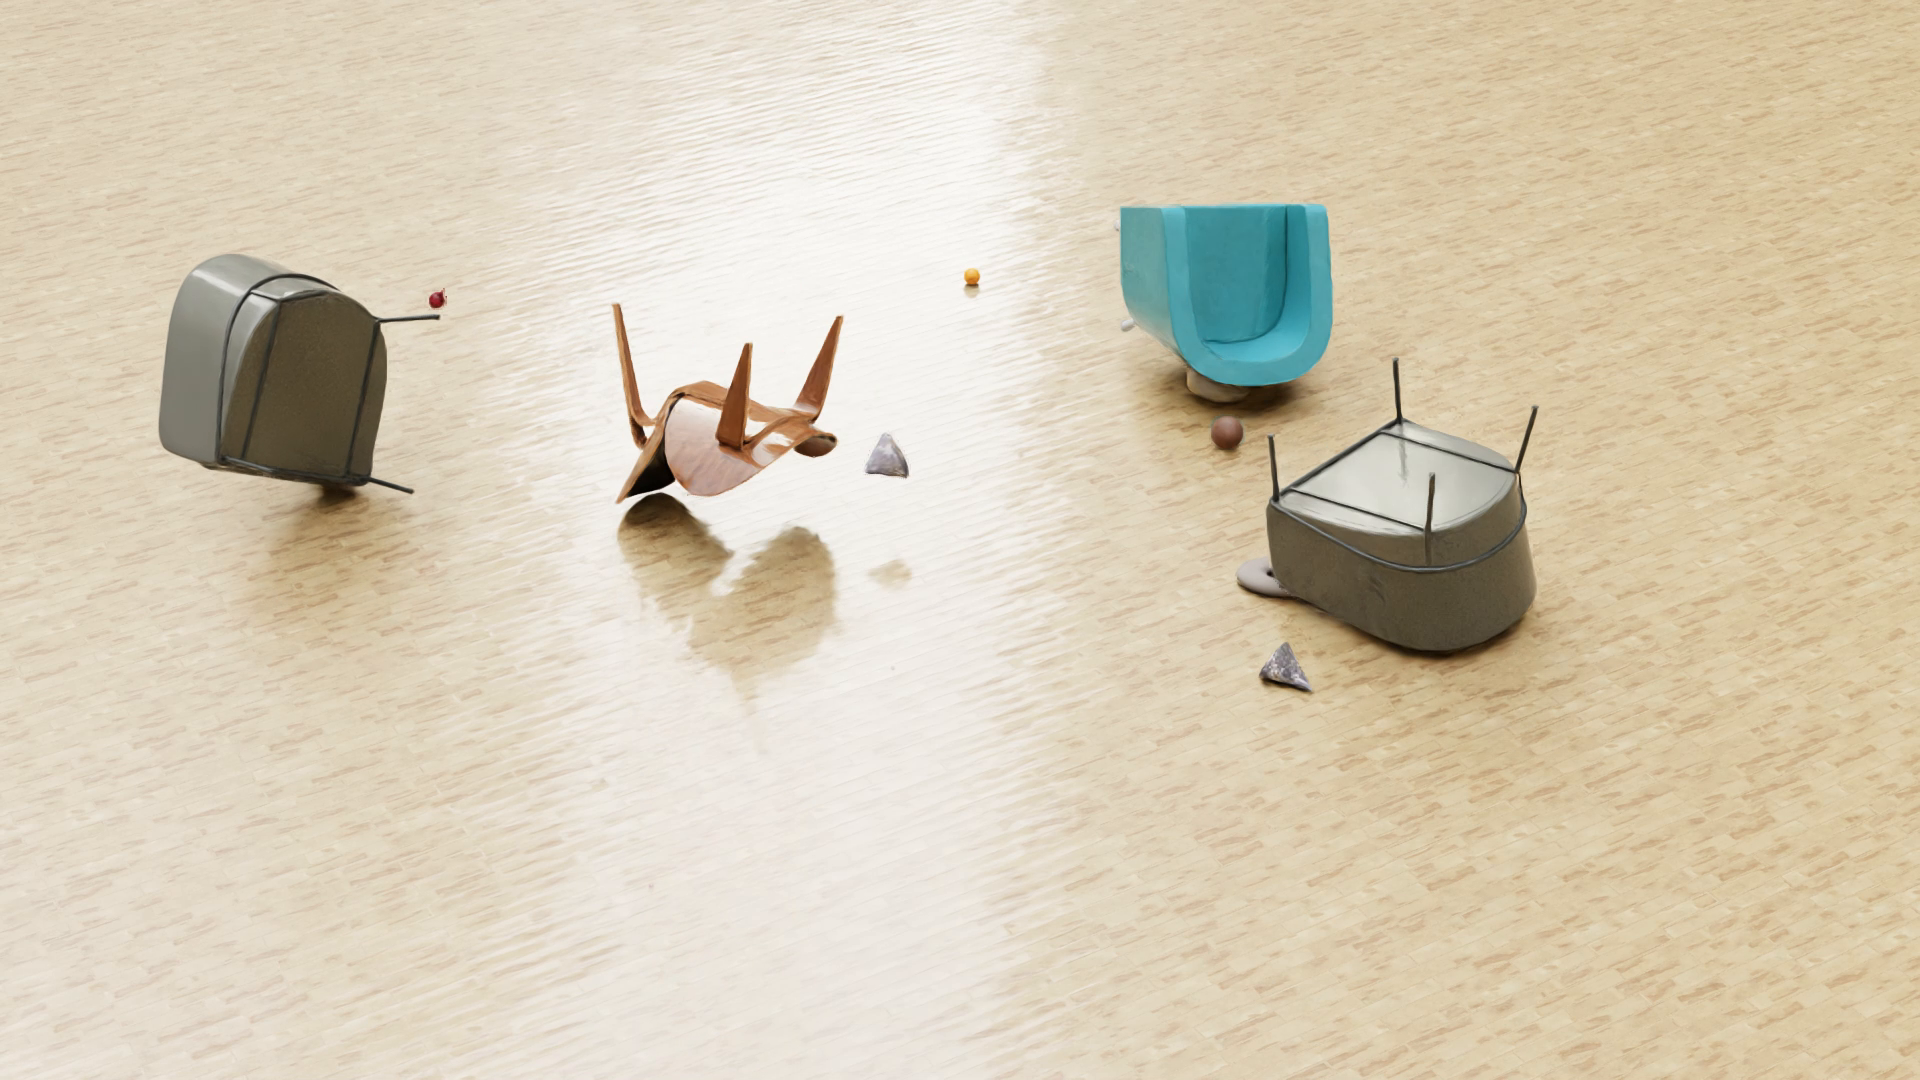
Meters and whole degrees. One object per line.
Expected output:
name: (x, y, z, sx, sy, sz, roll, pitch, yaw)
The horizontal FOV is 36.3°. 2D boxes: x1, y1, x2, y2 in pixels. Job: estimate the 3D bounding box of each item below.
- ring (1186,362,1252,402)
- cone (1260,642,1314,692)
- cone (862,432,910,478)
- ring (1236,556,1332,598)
ring: (1.042, -0.635, 11.809, 0.264, 0.092, 0.272, -1, 27, -18)
cone: (1.156, 0.469, 10.156, 0.185, 0.157, 0.133, 41, 28, 16)
cone: (-0.304, -0.284, 10.916, 0.154, 0.168, 0.197, -27, 69, -17)
ring: (1.181, 0.133, 10.688, 0.352, 0.060, 0.218, 2, 35, 1)
